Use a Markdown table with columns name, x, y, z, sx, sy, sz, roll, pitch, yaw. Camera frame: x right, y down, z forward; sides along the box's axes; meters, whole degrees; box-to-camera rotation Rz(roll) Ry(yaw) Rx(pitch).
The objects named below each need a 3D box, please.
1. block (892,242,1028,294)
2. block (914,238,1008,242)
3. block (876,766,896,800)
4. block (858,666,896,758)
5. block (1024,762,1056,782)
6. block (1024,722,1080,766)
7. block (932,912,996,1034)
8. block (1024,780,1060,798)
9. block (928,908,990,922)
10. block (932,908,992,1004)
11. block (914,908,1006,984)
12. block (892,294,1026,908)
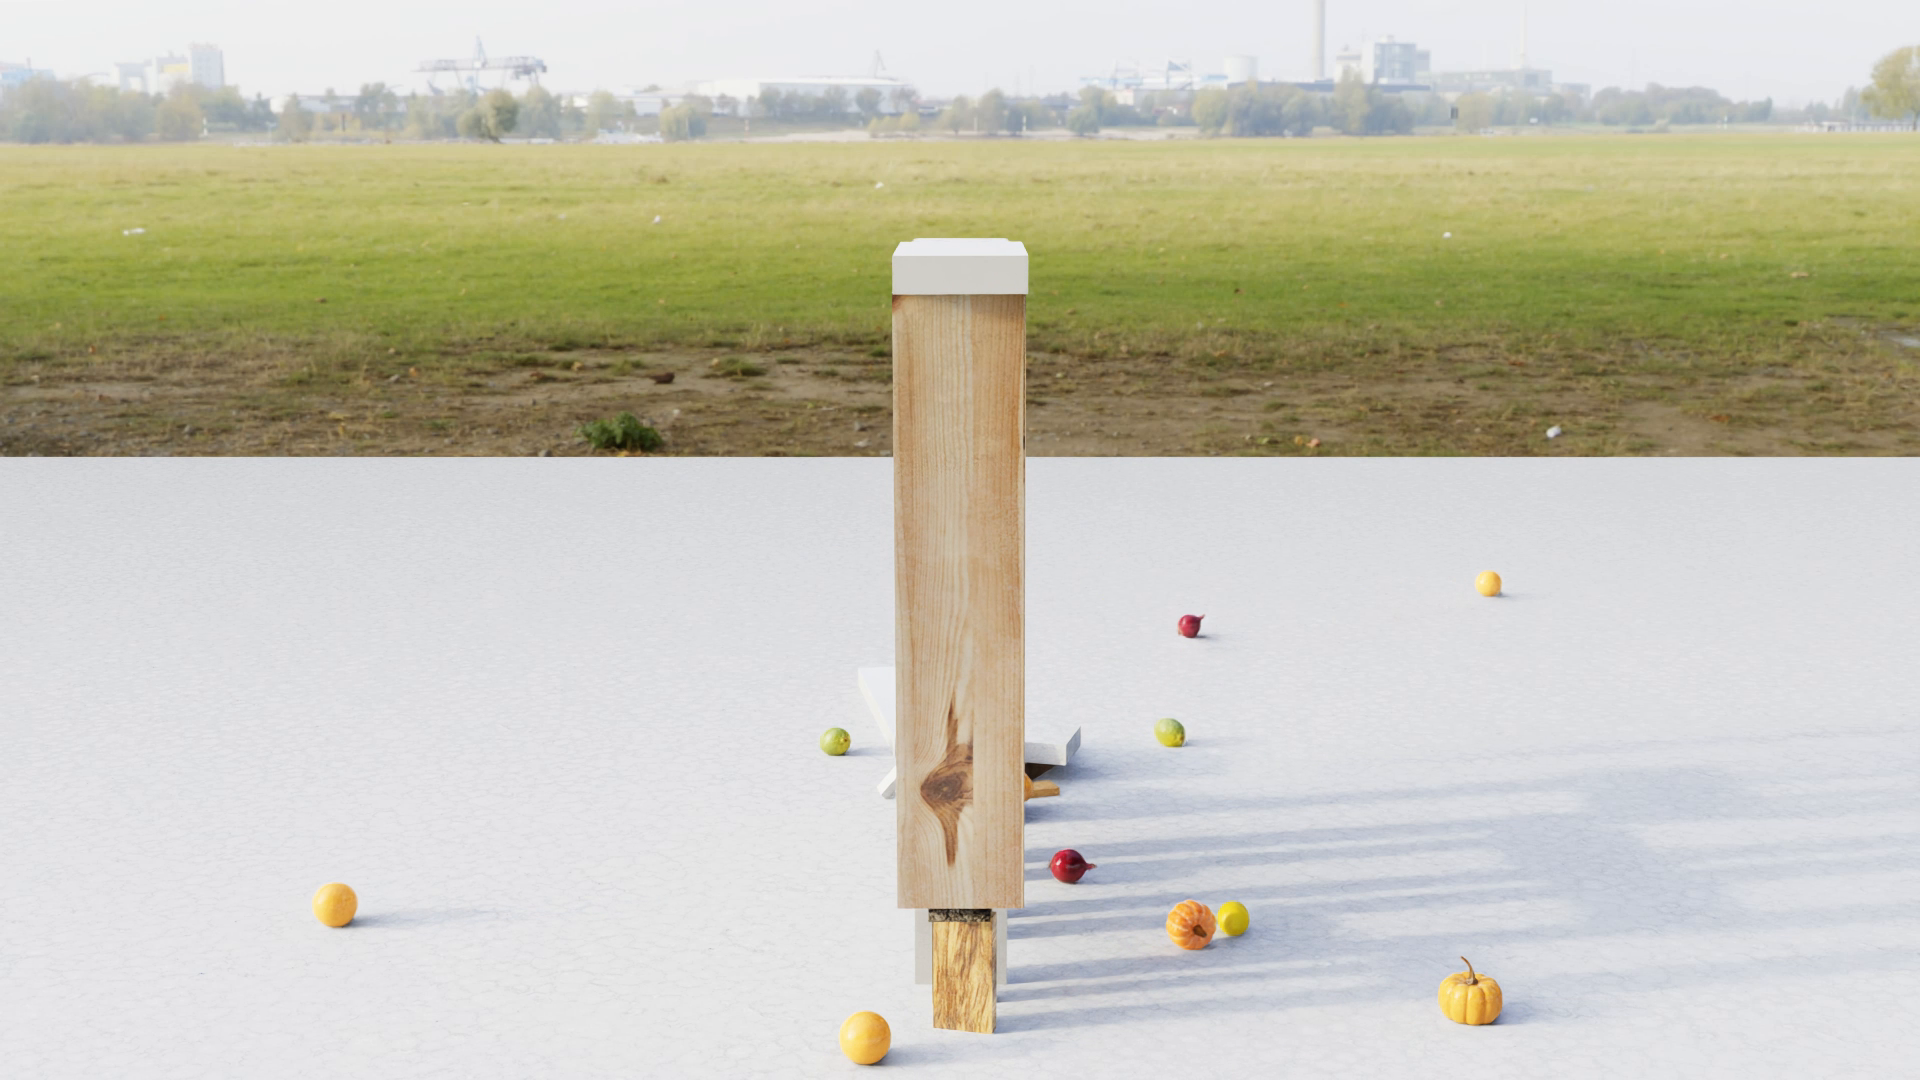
| name | x | y | z | sx | sy | sz | roll | pitch | yaw |
| --- | --- | --- | --- | --- | --- | --- | --- | --- | --- |
| block | 0.001 | -0.374 | 3.007 | 0.175 | 0.050 | 0.350 | 0 | 11 | 0 |
| block | 0.002 | -0.472 | 3.670 | 0.162 | 0.046 | 0.323 | 0 | 11 | 0 |
| block | -0.115 | 0.445 | 4.207 | 0.015 | 0.106 | 0.053 | 41 | 1 | -15 |
| block | -0.111 | 0.366 | 4.764 | 0.146 | 0.041 | 0.601 | -2 | 11 | -9 |
| block | 0.105 | 0.434 | 4.395 | 0.146 | 0.041 | 0.292 | 5 | 12 | 26 |
| block | 0.082 | 0.397 | 4.367 | 0.292 | 0.041 | 0.146 | 3 | 11 | 14 |
| block | 0.007 | 0.607 | 3.104 | 0.086 | 0.173 | 0.024 | 3 | 11 | 15 |
| block | 0.132 | 0.480 | 4.219 | 0.106 | 0.015 | 0.053 | -4 | 11 | -19 |
| block | -0.002 | 0.501 | 3.132 | 0.086 | 0.024 | 0.173 | 0 | 11 | -1 |
| block | 0.003 | 0.589 | 3.203 | 0.086 | 0.173 | 0.024 | 0 | 11 | 0 |
| block | 0.001 | 0.525 | 3.272 | 0.137 | 0.274 | 0.039 | 0 | 11 | 0 |
| block | 0.000 | 0.088 | 2.975 | 0.175 | 0.846 | 0.050 | 0 | 11 | 0 |
